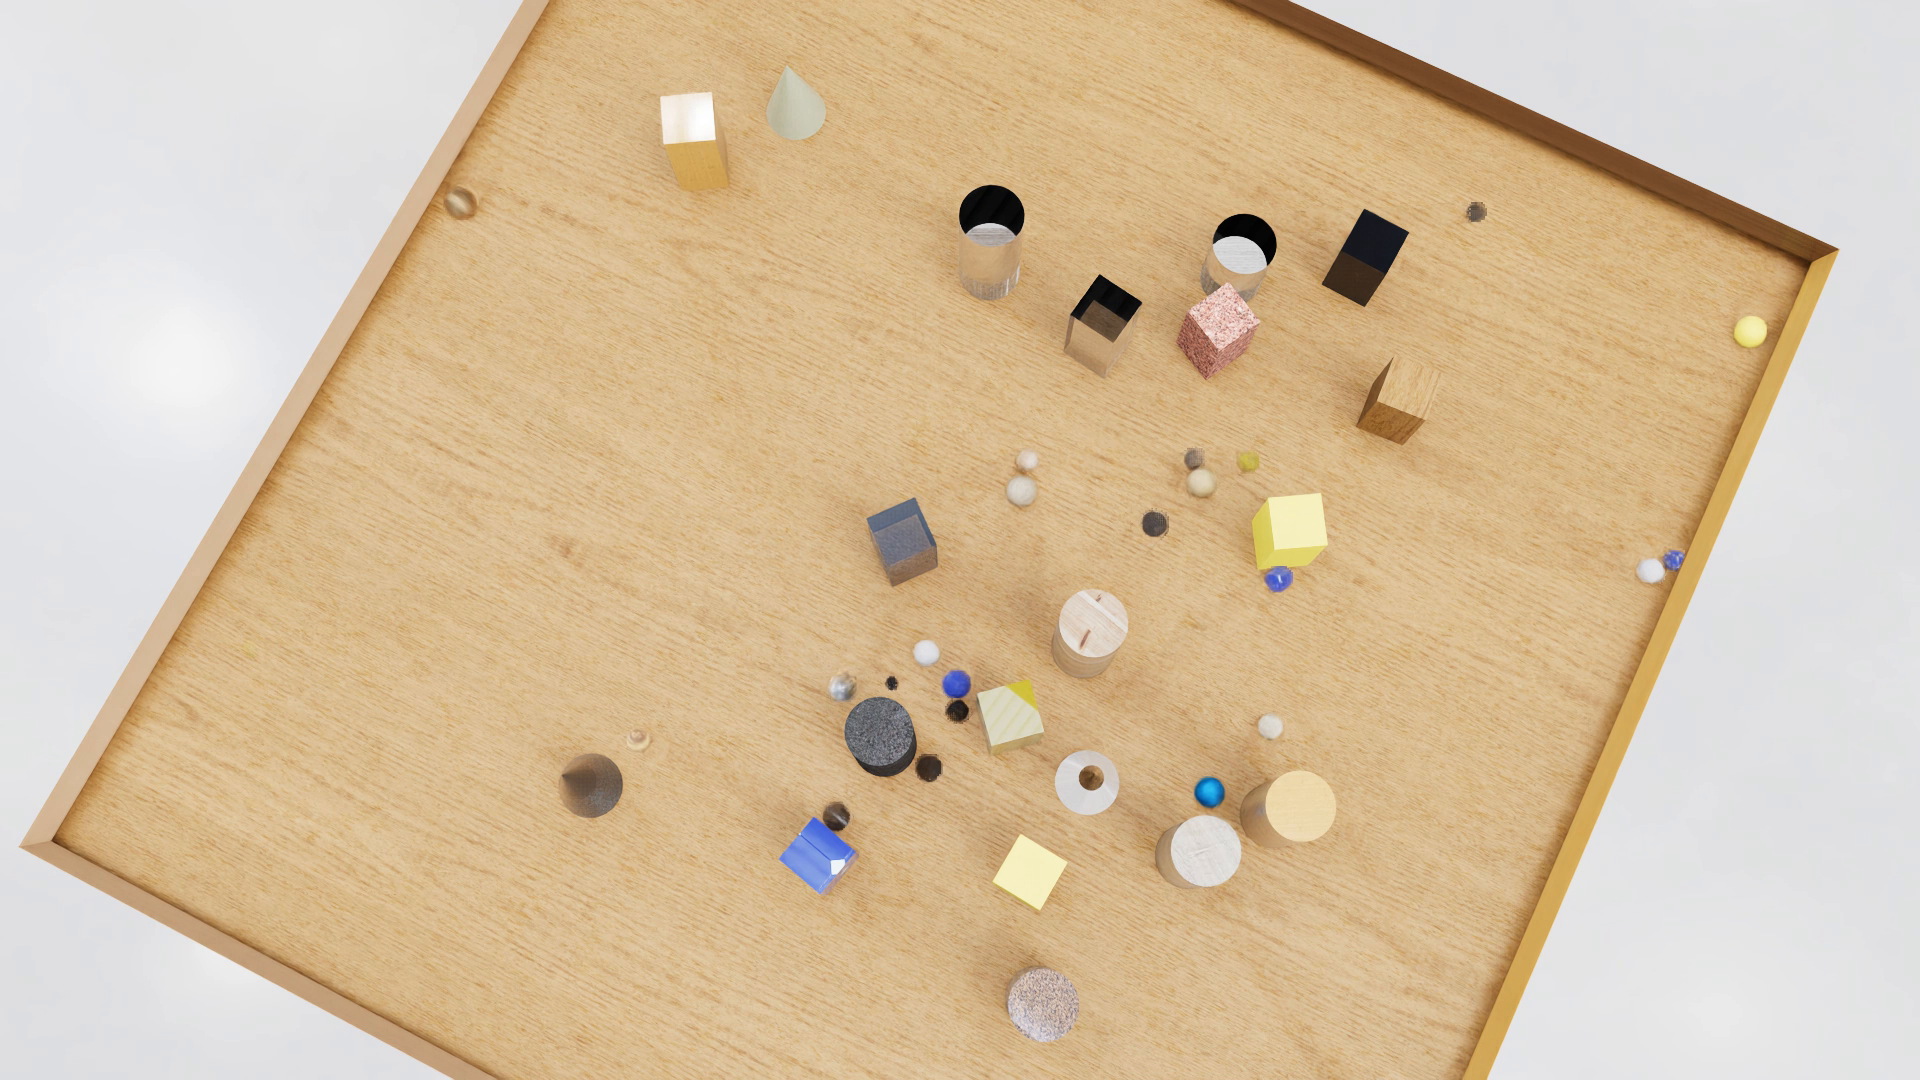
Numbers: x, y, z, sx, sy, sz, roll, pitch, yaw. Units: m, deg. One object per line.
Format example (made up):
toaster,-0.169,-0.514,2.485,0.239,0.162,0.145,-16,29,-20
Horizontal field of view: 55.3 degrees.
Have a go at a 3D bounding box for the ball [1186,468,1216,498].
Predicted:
ball,0.736,-0.173,5.606,0.091,0.091,0.091,0,78,0

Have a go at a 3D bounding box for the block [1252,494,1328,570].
block,0.979,-0.022,5.462,0.154,0.312,0.154,-5,78,-1

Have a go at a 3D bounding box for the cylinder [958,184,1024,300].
cylinder,0.092,-0.896,5.562,0.192,0.470,0.192,0,78,0

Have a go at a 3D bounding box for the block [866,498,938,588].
block,-0.169,0.010,5.439,0.154,0.344,0.154,-24,79,-5

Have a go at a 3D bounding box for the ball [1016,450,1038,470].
ball,0.206,-0.245,5.634,0.065,0.065,0.065,0,78,0

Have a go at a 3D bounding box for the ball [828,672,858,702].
ball,-0.351,0.439,5.482,0.086,0.086,0.086,0,78,0

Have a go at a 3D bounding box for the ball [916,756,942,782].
ball,-0.089,0.678,5.437,0.077,0.077,0.077,0,78,0

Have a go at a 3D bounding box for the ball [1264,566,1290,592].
ball,0.963,0.120,5.552,0.077,0.077,0.077,0,78,0

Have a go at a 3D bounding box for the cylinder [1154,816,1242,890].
cylinder,0.673,0.892,5.216,0.192,0.423,0.192,0,78,0

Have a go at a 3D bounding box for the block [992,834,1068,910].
block,0.198,0.961,5.290,0.154,0.250,0.154,30,80,6

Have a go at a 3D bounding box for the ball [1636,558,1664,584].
ball,2.094,0.093,5.558,0.077,0.077,0.077,0,78,0

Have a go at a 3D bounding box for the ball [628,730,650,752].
ball,-0.956,0.600,5.459,0.065,0.065,0.065,0,78,0

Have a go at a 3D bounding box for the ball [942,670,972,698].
ball,-0.008,0.429,5.484,0.086,0.086,0.086,0,78,0

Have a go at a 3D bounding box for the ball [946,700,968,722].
ball,-0.007,0.512,5.478,0.064,0.064,0.064,0,78,0

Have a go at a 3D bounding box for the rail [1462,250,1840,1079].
rail,1.795,0.885,5.369,0.045,0.125,4.075,26,80,5

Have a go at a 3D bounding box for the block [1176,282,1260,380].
block,0.784,-0.634,5.592,0.154,0.305,0.154,-36,81,-7

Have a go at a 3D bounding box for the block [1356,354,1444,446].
block,1.329,-0.421,5.553,0.154,0.295,0.154,22,79,4

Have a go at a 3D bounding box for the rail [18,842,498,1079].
rail,-0.901,1.770,5.185,4.060,0.125,0.045,26,80,5

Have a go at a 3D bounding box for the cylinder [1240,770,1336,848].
cylinder,0.927,0.772,5.216,0.192,0.472,0.192,0,78,0

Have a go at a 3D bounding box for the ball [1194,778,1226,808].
ball,0.739,0.748,5.416,0.089,0.089,0.089,0,78,0

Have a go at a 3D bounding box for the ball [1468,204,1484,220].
ball,1.633,-1.038,5.805,0.051,0.051,0.051,0,78,0

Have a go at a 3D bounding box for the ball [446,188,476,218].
ball,-1.577,-1.066,5.788,0.096,0.096,0.096,0,78,0

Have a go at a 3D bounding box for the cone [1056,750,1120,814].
cone,0.380,0.691,5.310,0.192,0.320,0.192,0,78,0

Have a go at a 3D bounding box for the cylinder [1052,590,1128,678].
cylinder,0.372,0.278,5.322,0.192,0.463,0.192,0,78,0

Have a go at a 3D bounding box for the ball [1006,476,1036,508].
ball,0.187,-0.148,5.599,0.094,0.094,0.094,0,78,0

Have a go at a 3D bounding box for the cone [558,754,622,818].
cone,-1.101,0.691,5.265,0.192,0.409,0.192,0,78,0

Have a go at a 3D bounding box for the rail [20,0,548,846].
rail,-1.795,-0.872,5.732,0.045,0.125,4.075,26,80,5

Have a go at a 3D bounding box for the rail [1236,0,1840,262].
rail,0.901,-1.757,5.915,4.060,0.125,0.045,26,80,5

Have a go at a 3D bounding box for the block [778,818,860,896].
block,-0.403,0.915,5.290,0.154,0.268,0.154,39,81,7

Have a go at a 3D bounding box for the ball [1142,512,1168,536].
ball,0.593,-0.048,5.587,0.078,0.078,0.078,0,78,0

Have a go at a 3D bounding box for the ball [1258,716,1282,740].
ball,0.924,0.559,5.464,0.073,0.073,0.073,0,78,0

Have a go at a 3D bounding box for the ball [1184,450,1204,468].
ball,0.719,-0.249,5.637,0.061,0.061,0.061,0,78,0

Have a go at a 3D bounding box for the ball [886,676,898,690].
ball,-0.204,0.431,5.507,0.040,0.040,0.040,0,78,0

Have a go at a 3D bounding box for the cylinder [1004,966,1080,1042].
cylinder,0.226,1.297,5.144,0.192,0.399,0.192,0,78,0

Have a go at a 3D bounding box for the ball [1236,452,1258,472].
ball,0.882,-0.241,5.634,0.064,0.064,0.064,0,78,0

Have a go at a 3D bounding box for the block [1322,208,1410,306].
block,1.245,-0.865,5.642,0.154,0.301,0.154,29,80,6

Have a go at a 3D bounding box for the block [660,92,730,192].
block,-0.818,-1.232,5.686,0.154,0.363,0.154,-6,78,-1

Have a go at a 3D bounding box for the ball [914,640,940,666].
ball,-0.101,0.338,5.506,0.078,0.078,0.078,0,78,0

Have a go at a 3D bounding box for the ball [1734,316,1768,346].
ball,2.461,-0.650,5.703,0.095,0.095,0.095,0,78,0

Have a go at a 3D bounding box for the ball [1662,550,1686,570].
ball,2.171,0.061,5.571,0.064,0.064,0.064,0,78,0

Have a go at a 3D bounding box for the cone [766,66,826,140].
cone,-0.528,-1.412,5.738,0.192,0.335,0.192,0,78,0

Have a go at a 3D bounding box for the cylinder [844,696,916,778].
cylinder,-0.225,0.572,5.289,0.192,0.410,0.192,0,78,0

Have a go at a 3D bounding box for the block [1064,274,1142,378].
block,0.430,-0.644,5.565,0.154,0.363,0.154,34,80,7

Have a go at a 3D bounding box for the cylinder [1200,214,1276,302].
cylinder,0.854,-0.858,5.642,0.192,0.299,0.192,0,78,0

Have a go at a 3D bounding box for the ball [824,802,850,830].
ball,-0.363,0.816,5.406,0.082,0.082,0.082,0,78,0

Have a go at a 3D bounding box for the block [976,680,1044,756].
block,0.143,0.521,5.336,0.154,0.338,0.154,-15,79,-3
